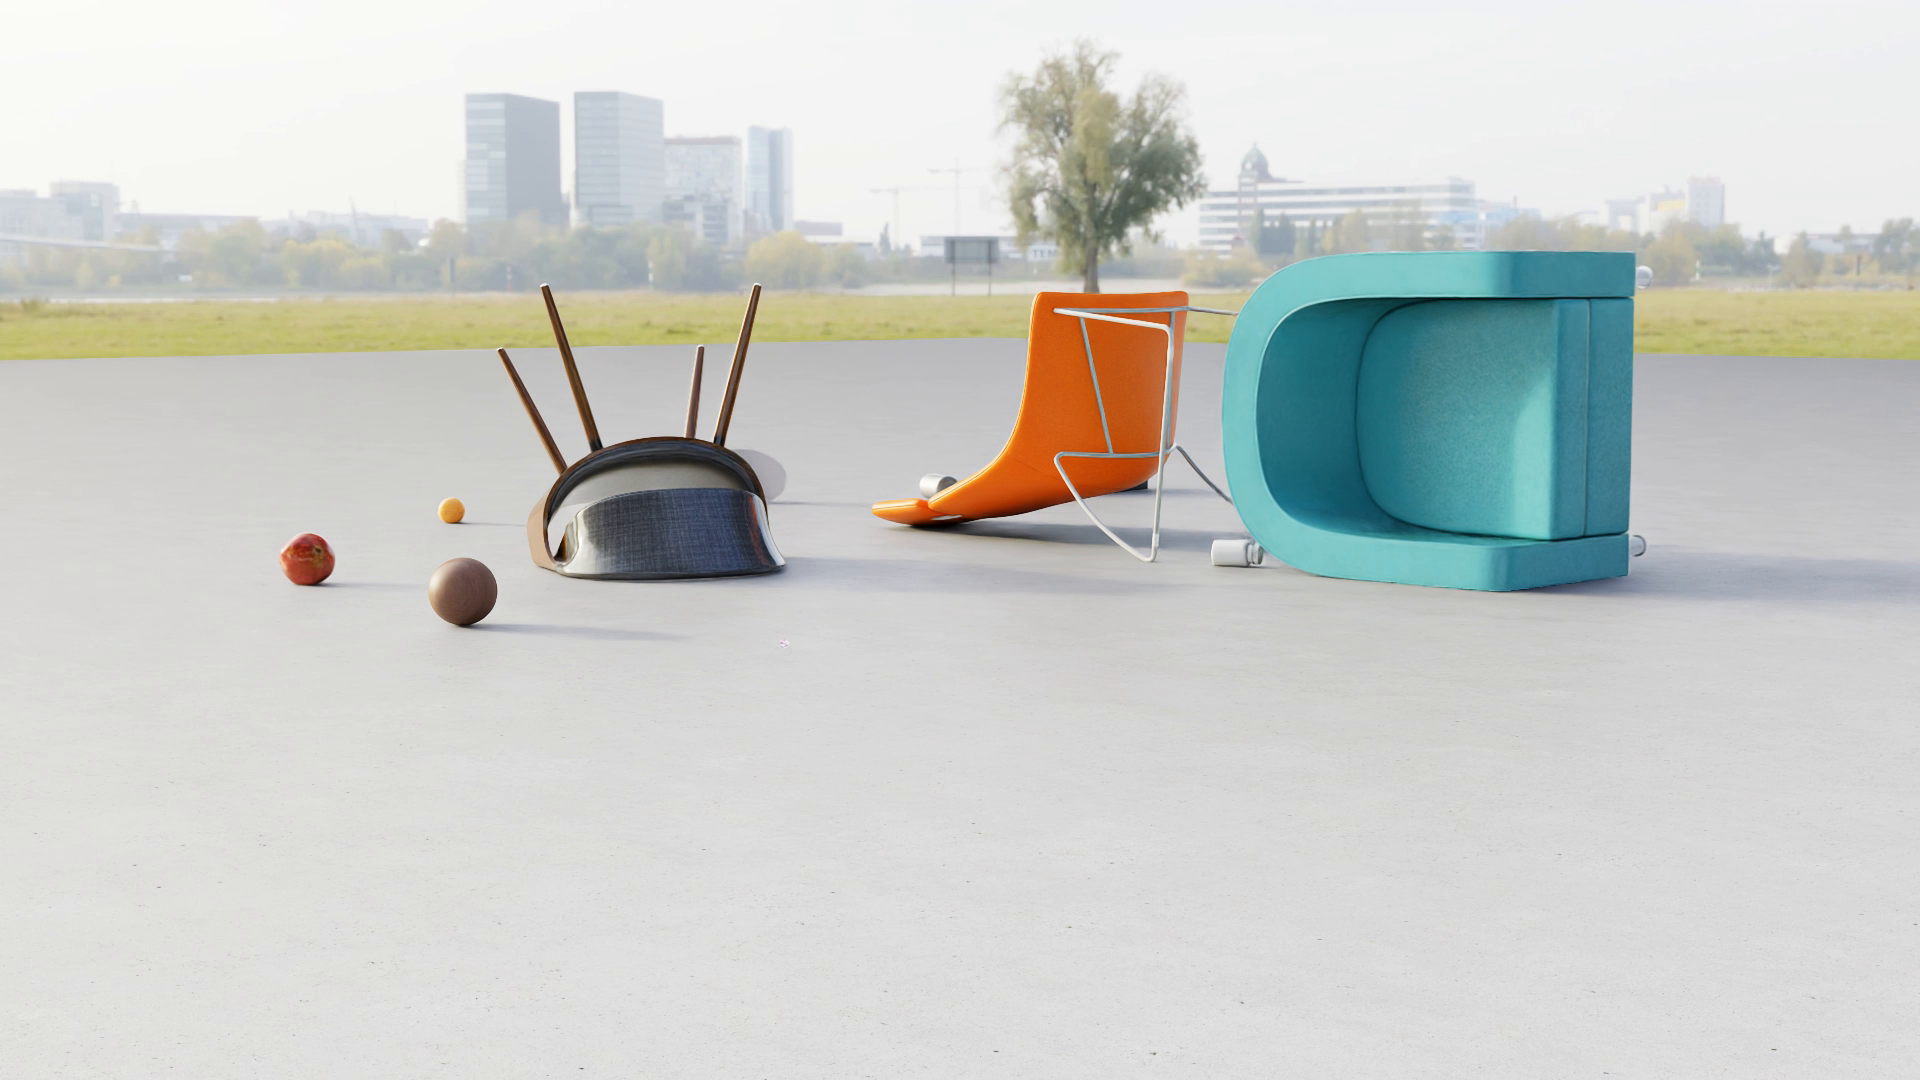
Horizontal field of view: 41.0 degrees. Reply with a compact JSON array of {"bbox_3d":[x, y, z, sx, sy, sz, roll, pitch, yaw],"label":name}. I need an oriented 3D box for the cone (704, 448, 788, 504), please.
[{"bbox_3d":[-0.623,-0.155,7.529,0.249,0.170,0.175,11,-20,4],"label":"cone"}]

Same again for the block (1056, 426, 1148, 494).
[{"bbox_3d":[0.440,-0.249,7.900,0.178,0.190,0.237,4,7,37],"label":"block"}]

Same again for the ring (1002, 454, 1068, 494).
[{"bbox_3d":[0.227,-0.200,7.812,0.187,0.068,0.223,-31,32,-34],"label":"ring"}]
